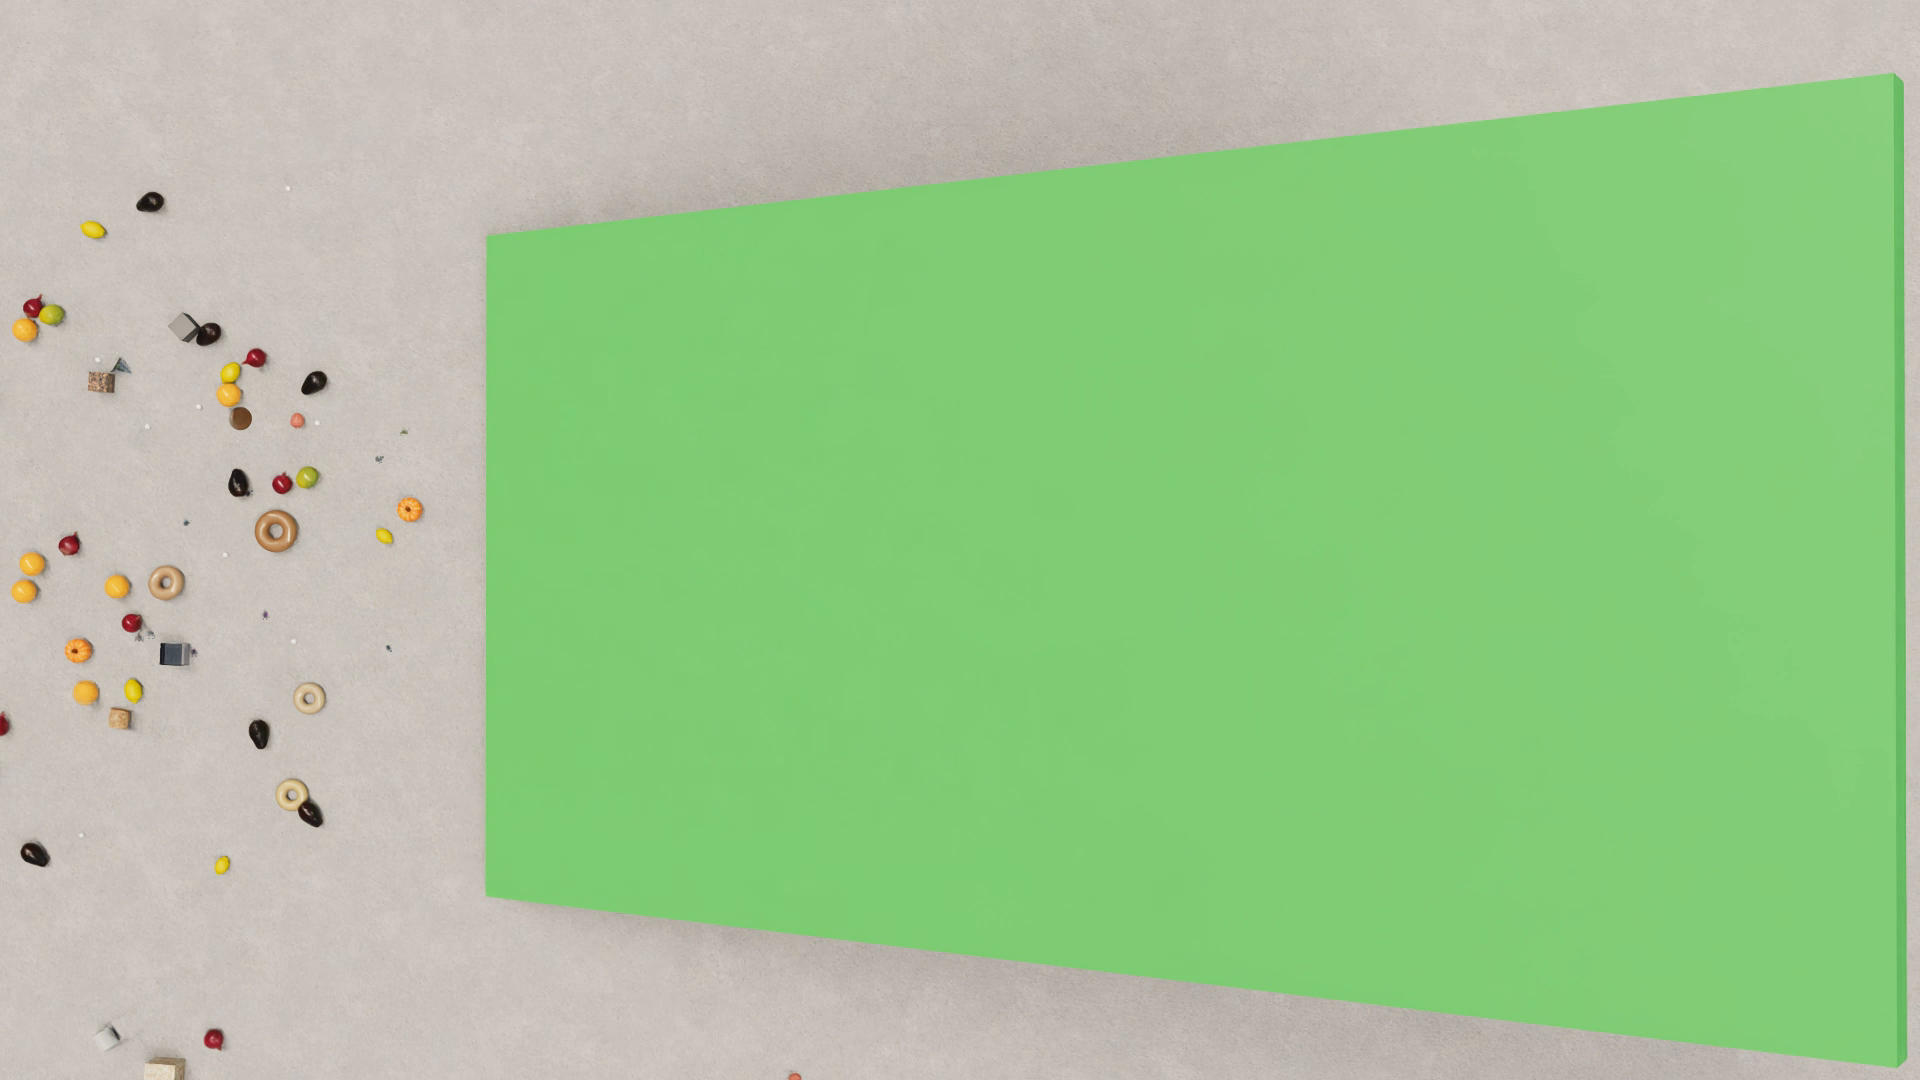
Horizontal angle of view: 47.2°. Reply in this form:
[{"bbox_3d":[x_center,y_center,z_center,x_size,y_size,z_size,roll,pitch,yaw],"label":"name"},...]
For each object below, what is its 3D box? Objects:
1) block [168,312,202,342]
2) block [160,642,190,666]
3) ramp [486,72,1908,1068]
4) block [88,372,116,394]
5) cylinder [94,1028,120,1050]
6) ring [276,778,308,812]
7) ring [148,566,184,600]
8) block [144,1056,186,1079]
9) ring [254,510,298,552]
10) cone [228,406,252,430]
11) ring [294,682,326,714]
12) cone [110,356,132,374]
[{"bbox_3d":[-2.366,-0.648,6.716,0.062,0.062,0.062,-43,90,0],"label":"block"},{"bbox_3d":[-2.394,0.348,6.705,0.067,0.067,0.067,2,90,0],"label":"block"},{"bbox_3d":[0.250,0.069,5.580,4.000,0.100,2.000,0,89,34],"label":"ramp"},{"bbox_3d":[-2.622,-0.481,6.716,0.058,0.058,0.058,3,90,0],"label":"block"},{"bbox_3d":[-2.600,1.520,6.702,0.053,0.053,0.053,-33,90,0],"label":"cylinder"},{"bbox_3d":[-2.041,0.779,6.719,0.099,0.033,0.099,0,91,-1],"label":"ring"},{"bbox_3d":[-2.425,0.131,6.715,0.109,0.036,0.109,-1,76,5],"label":"ring"},{"bbox_3d":[-2.418,1.629,6.683,0.091,0.091,0.091,4,90,0],"label":"block"},{"bbox_3d":[-2.090,-0.027,6.720,0.131,0.044,0.131,0,89,1],"label":"ring"},{"bbox_3d":[-2.207,-0.372,6.708,0.072,0.072,0.072,0,90,0],"label":"cone"},{"bbox_3d":[-1.989,0.485,6.721,0.098,0.033,0.098,0,91,0],"label":"ring"},{"bbox_3d":[-2.561,-0.524,6.733,0.058,0.058,0.058,32,90,-26],"label":"cone"}]
